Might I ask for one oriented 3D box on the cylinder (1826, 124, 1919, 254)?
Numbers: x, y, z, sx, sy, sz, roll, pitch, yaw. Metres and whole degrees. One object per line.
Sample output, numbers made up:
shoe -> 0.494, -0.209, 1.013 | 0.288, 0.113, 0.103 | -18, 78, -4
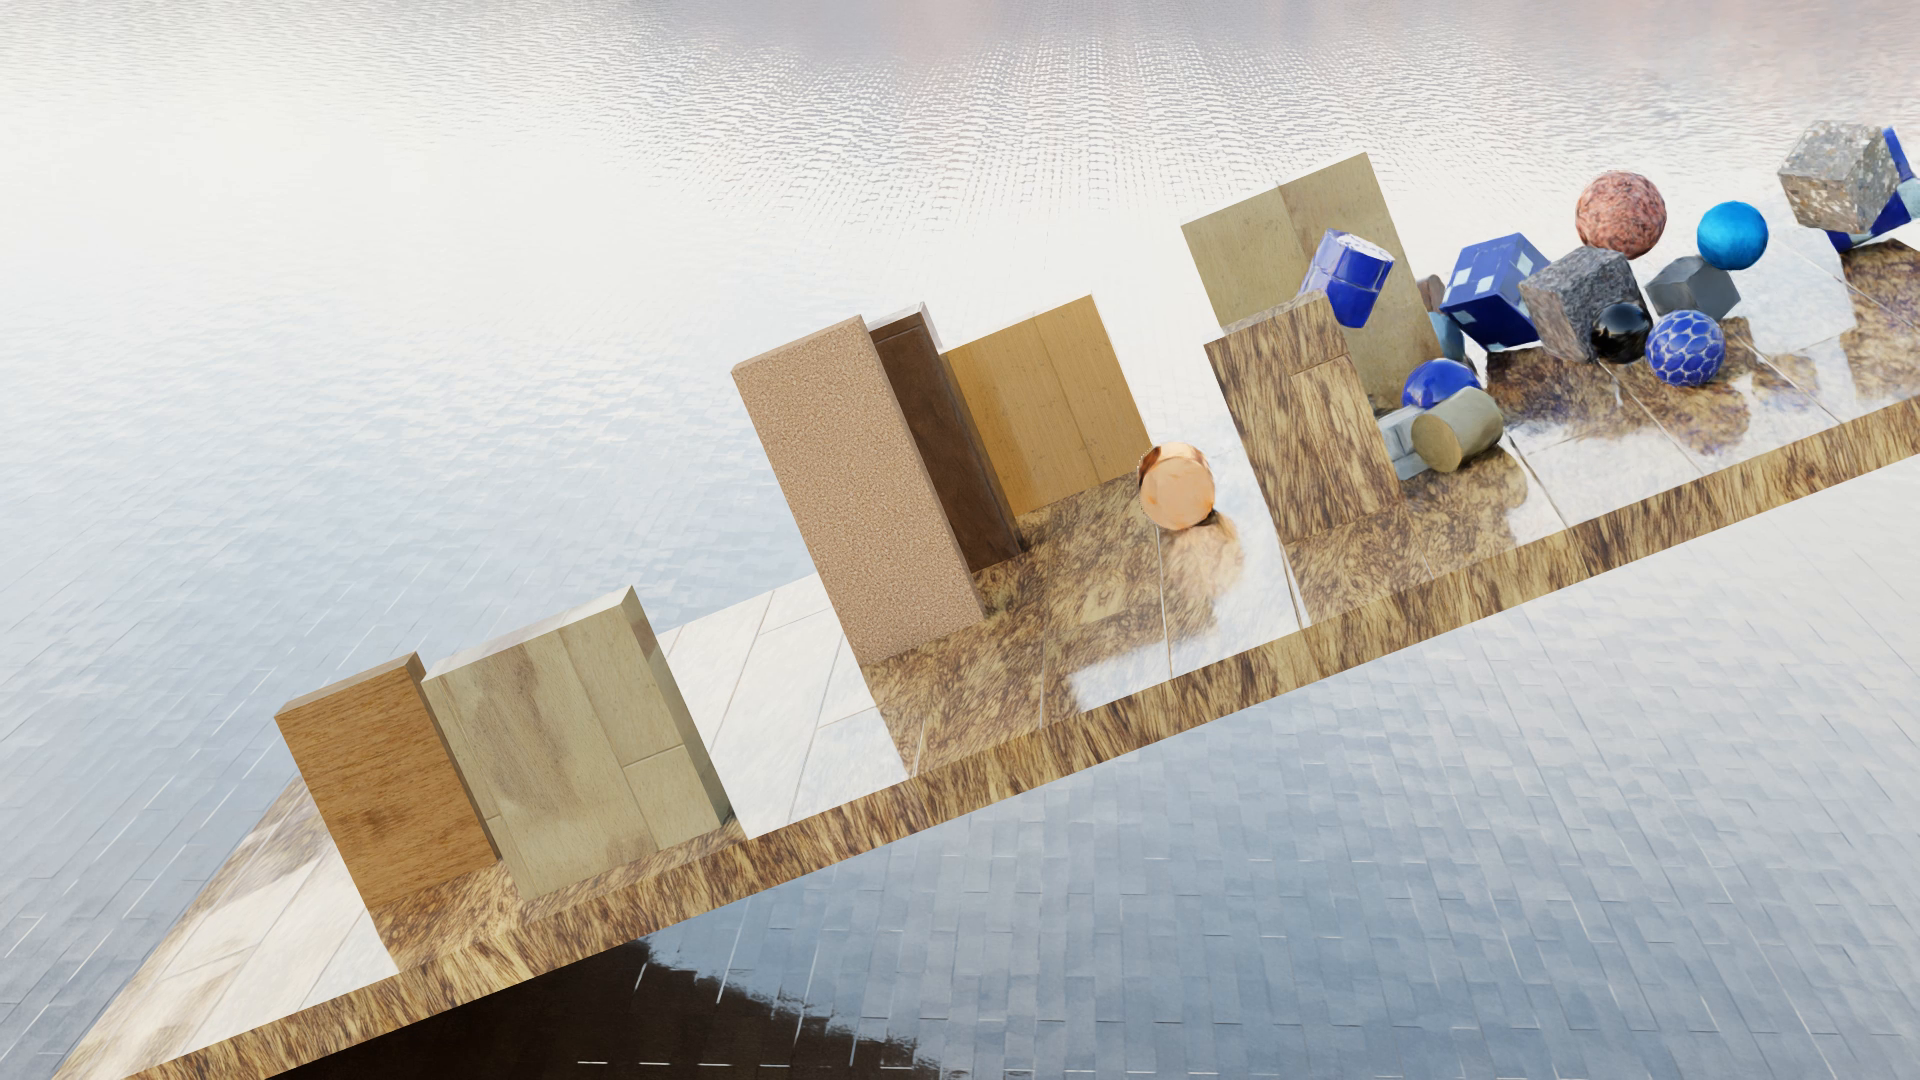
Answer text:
cylinder -> 1.904, -0.738, 6.187 | 0.204, 0.204, 0.204 | -24, 6, 21

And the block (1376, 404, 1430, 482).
block -> 0.901, -0.196, 5.958 | 0.110, 0.110, 0.110 | -24, 12, -7

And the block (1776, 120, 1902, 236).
block -> 1.790, -0.739, 5.988 | 0.154, 0.154, 0.154 | 17, 62, 46

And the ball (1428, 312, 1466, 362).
ball -> 1.053, -0.431, 6.581 | 0.155, 0.155, 0.155 | 0, 14, 0

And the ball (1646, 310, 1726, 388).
ball -> 1.405, -0.371, 5.694 | 0.151, 0.151, 0.151 | 0, 14, 0

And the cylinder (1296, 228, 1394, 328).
cylinder -> 0.767, -0.521, 5.864 | 0.149, 0.149, 0.149 | 20, 19, -7

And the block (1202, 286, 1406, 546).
block -> 0.676, -0.243, 5.796 | 0.258, 0.435, 0.106 | -21, 12, 8

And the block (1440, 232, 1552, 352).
block -> 1.218, -0.553, 6.592 | 0.173, 0.173, 0.173 | 38, -29, -28

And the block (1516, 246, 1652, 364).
block -> 1.329, -0.501, 6.251 | 0.174, 0.174, 0.174 | -31, 18, -10

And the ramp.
ramp -> 0.126, 0.172, 6.289 | 4.000, 0.100, 2.000 | -21, 12, 8

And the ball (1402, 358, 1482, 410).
ball -> 0.992, -0.291, 6.050 | 0.166, 0.166, 0.166 | 0, 14, 0

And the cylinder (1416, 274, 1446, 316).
cylinder -> 1.029, -0.492, 6.789 | 0.195, 0.195, 0.195 | -17, 6, 24

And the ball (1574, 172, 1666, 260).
ball -> 1.425, -0.698, 6.346 | 0.195, 0.195, 0.195 | 0, 14, 0

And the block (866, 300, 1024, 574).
block -> -0.151, -0.184, 6.662 | 0.392, 0.597, 0.141 | -21, 12, 8

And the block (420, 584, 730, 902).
block -> -0.723, 0.386, 5.569 | 0.411, 0.468, 0.140 | -21, 12, 8

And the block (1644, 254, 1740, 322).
block -> 1.526, -0.513, 6.126 | 0.117, 0.117, 0.117 | -39, 18, -27

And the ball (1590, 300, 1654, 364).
ball -> 1.365, -0.428, 6.060 | 0.130, 0.130, 0.130 | 0, 14, 0

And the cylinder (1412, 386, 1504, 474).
cylinder -> 0.989, -0.219, 5.846 | 0.129, 0.129, 0.129 | -31, 29, -30

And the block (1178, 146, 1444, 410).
block -> 0.779, -0.503, 6.384 | 0.424, 0.576, 0.102 | -21, 12, 8

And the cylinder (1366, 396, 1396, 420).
cylinder -> 0.860, -0.228, 6.129 | 0.127, 0.127, 0.127 | 1, 14, 2

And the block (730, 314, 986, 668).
block -> -0.210, -0.100, 6.188 | 0.287, 0.689, 0.088 | -21, 12, 8

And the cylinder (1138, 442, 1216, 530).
cylinder -> 0.464, -0.117, 6.297 | 0.158, 0.158, 0.158 | 0, 14, 2

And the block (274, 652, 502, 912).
block -> -1.150, 0.489, 5.957 | 0.292, 0.445, 0.102 | -21, 12, 8

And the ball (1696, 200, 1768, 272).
ball -> 1.579, -0.621, 6.014 | 0.144, 0.144, 0.144 | 0, 14, 0

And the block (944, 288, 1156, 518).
block -> 0.194, -0.315, 6.987 | 0.424, 0.432, 0.087 | -21, 12, 8
